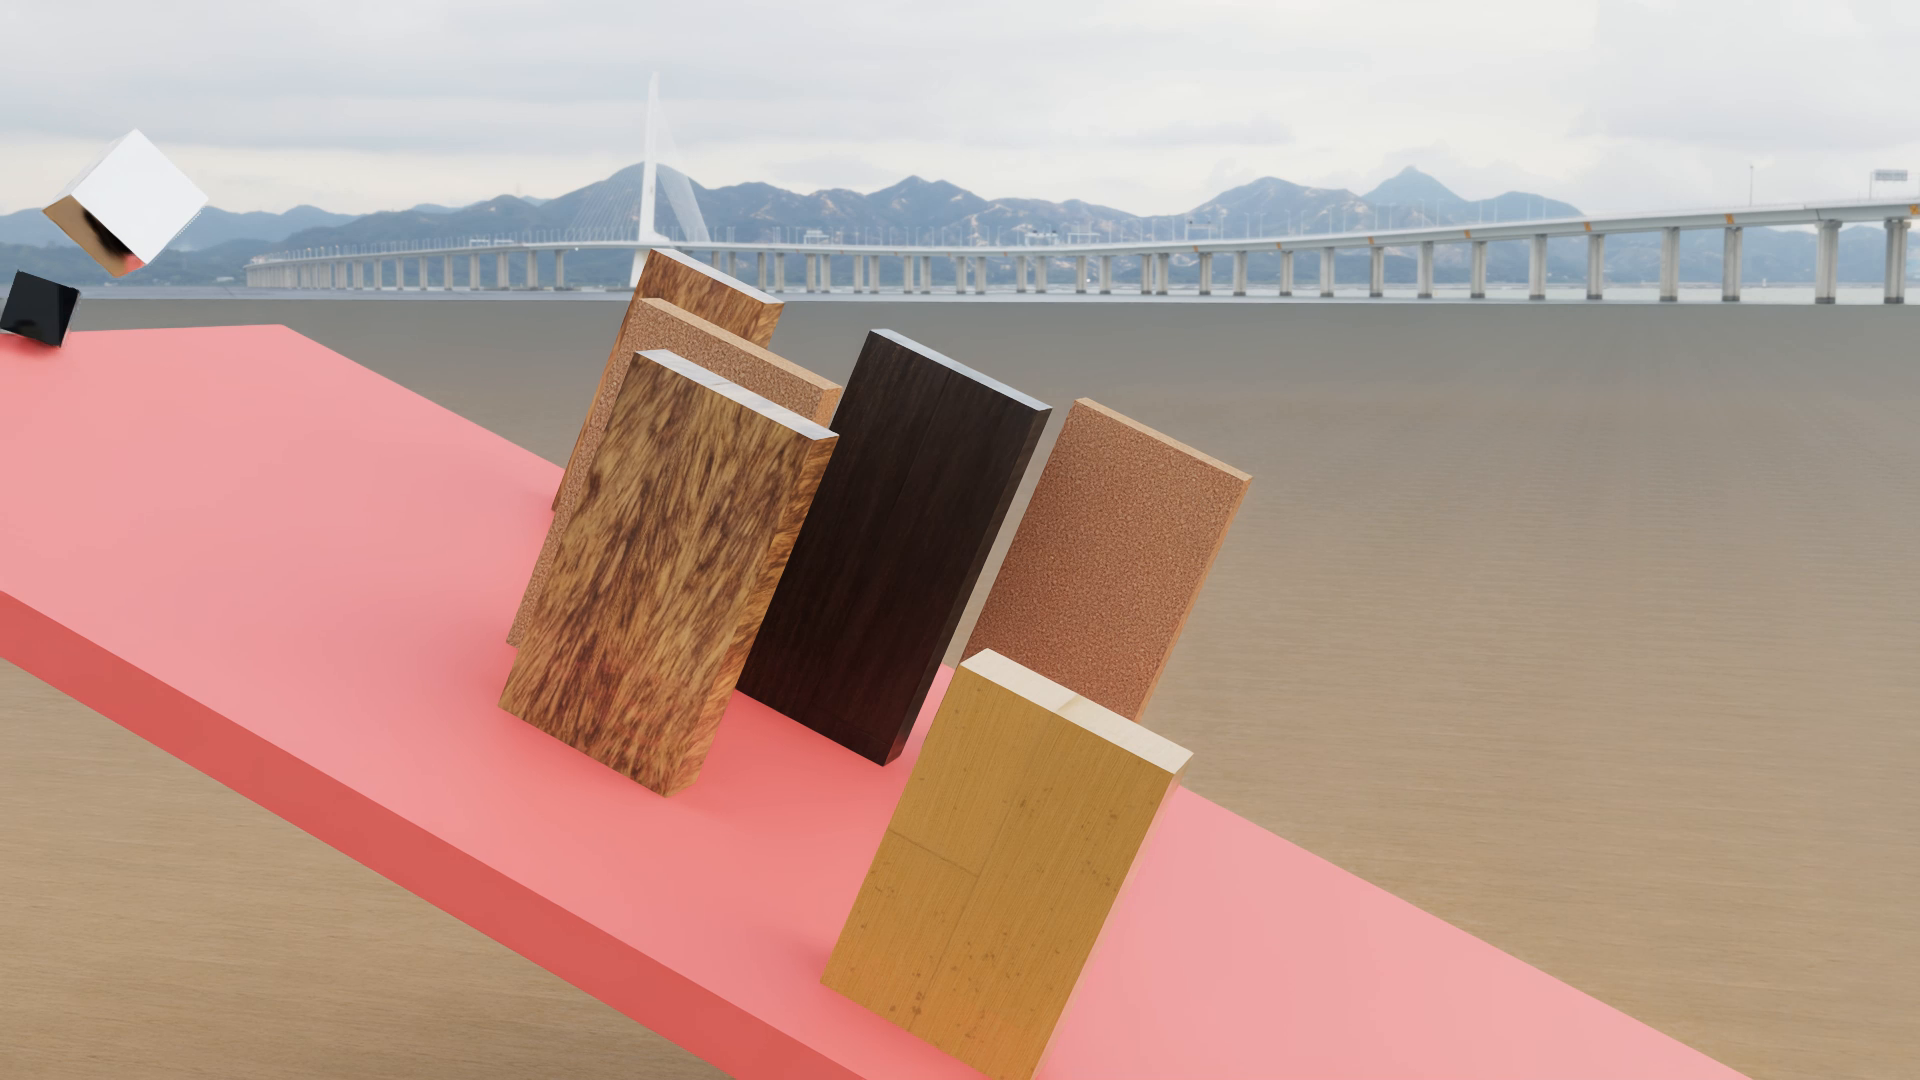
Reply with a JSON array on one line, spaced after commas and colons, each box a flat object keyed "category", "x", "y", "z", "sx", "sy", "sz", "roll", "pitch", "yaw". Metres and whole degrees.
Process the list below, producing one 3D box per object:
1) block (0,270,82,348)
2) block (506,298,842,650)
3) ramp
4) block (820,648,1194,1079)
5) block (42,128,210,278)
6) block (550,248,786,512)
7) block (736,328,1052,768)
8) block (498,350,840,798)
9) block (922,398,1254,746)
[{"category": "block", "x": -1.925, "y": -0.482, "z": 4.604, "sx": 0.125, "sy": 0.125, "sz": 0.125, "roll": 18, "pitch": -3, "yaw": -20}, {"category": "block", "x": -0.532, "y": -0.042, "z": 4.050, "sx": 0.392, "sy": 0.703, "sz": 0.094, "roll": 26, "pitch": 13, "yaw": 13}, {"category": "ramp", "x": -0.280, "y": 0.484, "z": 4.179, "sx": 4.000, "sy": 0.100, "sz": 2.000, "roll": 26, "pitch": 13, "yaw": 13}, {"category": "block", "x": 0.067, "y": 0.494, "z": 3.307, "sx": 0.351, "sy": 0.549, "sz": 0.146, "roll": 26, "pitch": 13, "yaw": 13}, {"category": "block", "x": -1.736, "y": -0.698, "z": 4.575, "sx": 0.199, "sy": 0.199, "sz": 0.199, "roll": -5, "pitch": 45, "yaw": 51}, {"category": "block", "x": -0.663, "y": -0.300, "z": 4.967, "sx": 0.296, "sy": 0.646, "sz": 0.116, "roll": 26, "pitch": 13, "yaw": 13}, {"category": "block", "x": -0.147, "y": 0.015, "z": 4.329, "sx": 0.368, "sy": 0.773, "sz": 0.107, "roll": 26, "pitch": 13, "yaw": 13}, {"category": "block", "x": -0.504, "y": 0.056, "z": 3.770, "sx": 0.349, "sy": 0.677, "sz": 0.121, "roll": 26, "pitch": 13, "yaw": 13}, {"category": "block", "x": 0.250, "y": 0.152, "z": 4.434, "sx": 0.373, "sy": 0.789, "sz": 0.097, "roll": 26, "pitch": 13, "yaw": 13}]
